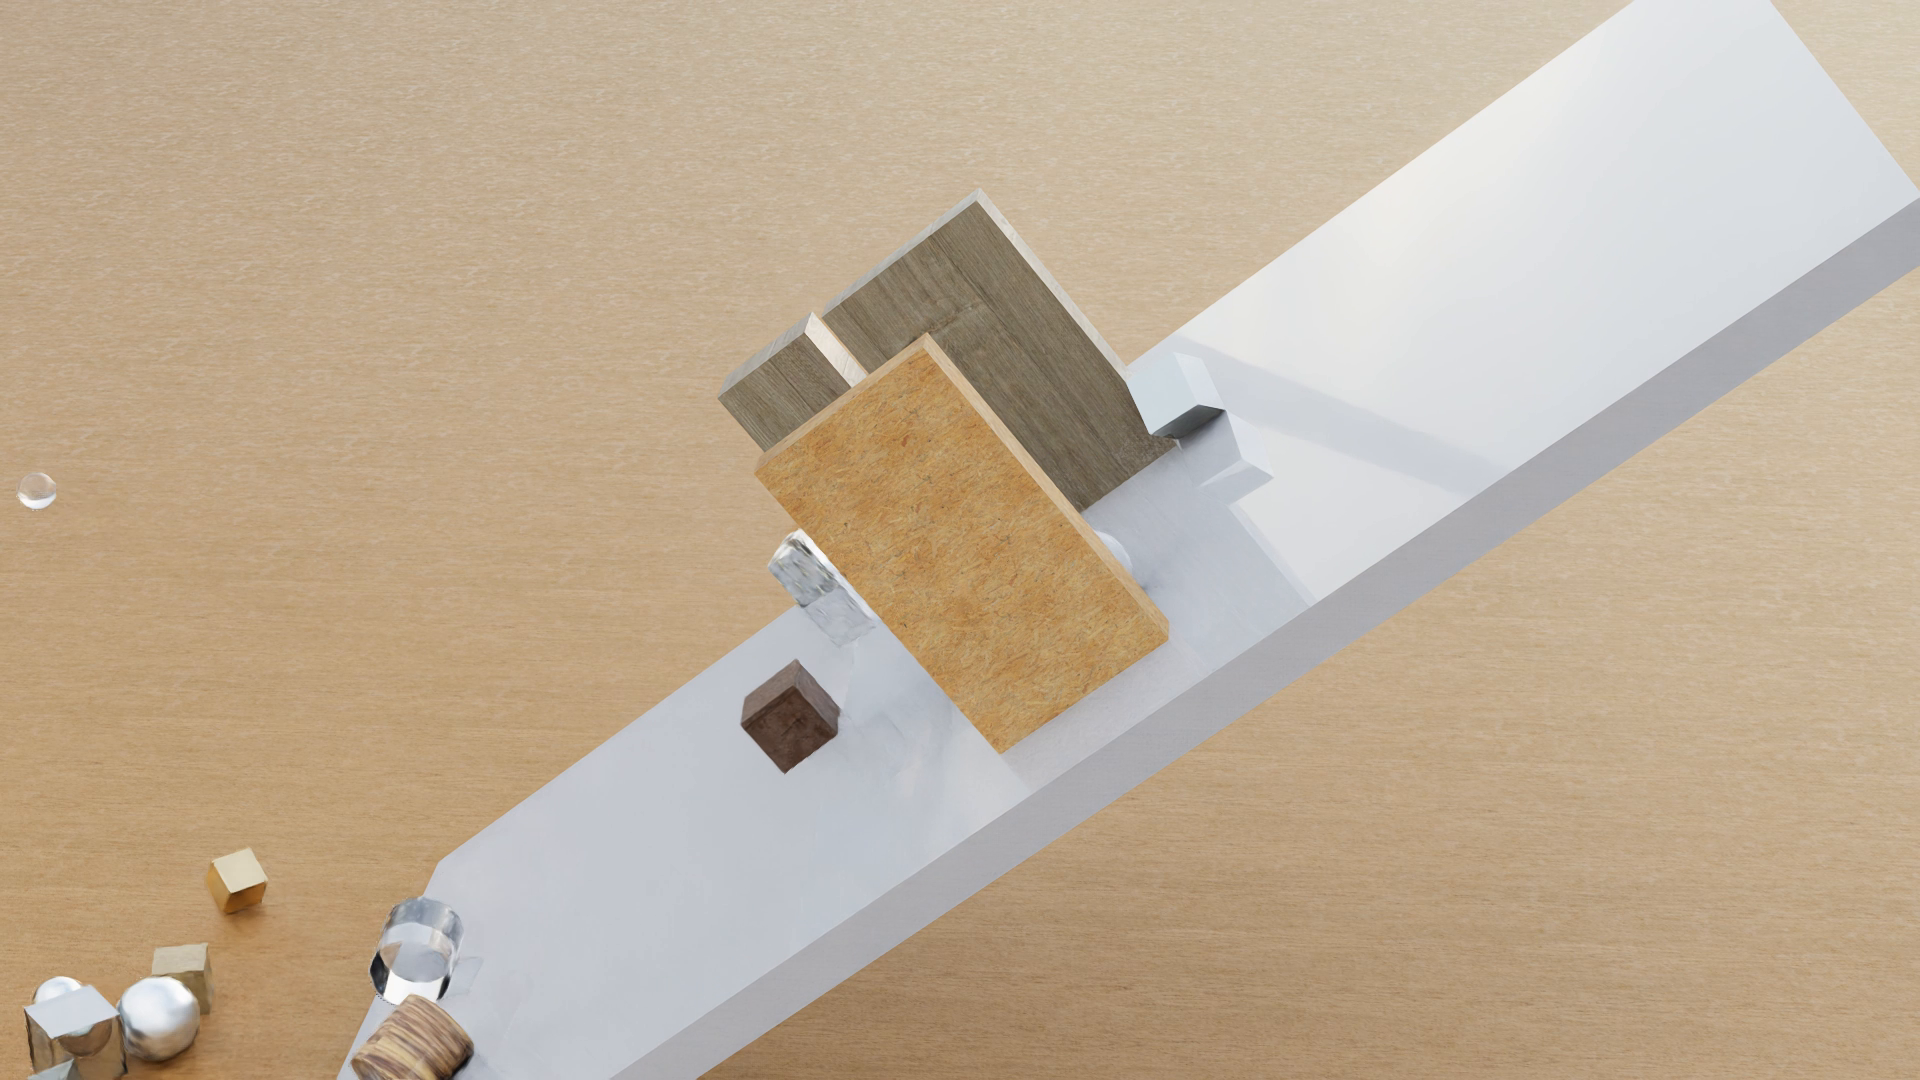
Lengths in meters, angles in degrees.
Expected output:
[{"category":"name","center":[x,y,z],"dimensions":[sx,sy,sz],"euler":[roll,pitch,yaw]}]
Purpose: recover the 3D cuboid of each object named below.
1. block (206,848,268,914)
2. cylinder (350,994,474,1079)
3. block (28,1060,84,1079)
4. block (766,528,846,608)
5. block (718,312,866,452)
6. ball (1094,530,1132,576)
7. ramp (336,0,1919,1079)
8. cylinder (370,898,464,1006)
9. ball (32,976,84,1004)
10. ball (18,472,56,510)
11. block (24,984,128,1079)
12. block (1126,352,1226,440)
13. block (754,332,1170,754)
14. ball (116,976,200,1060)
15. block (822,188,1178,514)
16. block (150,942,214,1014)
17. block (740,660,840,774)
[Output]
[{"category":"block","center":[-1.903,0.898,7.736],"dimensions":[0.109,0.109,0.109],"euler":[-18,61,-36]},{"category":"cylinder","center":[-1.175,1.106,6.310],"dimensions":[0.186,0.186,0.186],"euler":[18,54,35]},{"category":"block","center":[-2.093,1.294,6.821],"dimensions":[0.112,0.112,0.112],"euler":[-22,13,-5]},{"category":"block","center":[-0.369,0.052,7.389],"dimensions":[0.142,0.142,0.142],"euler":[-30,19,34]},{"category":"block","center":[-0.271,-0.216,7.031],"dimensions":[0.270,0.606,0.149],"euler":[-35,16,18]},{"category":"ball","center":[0.252,0.069,5.824],"dimensions":[0.180,0.180,0.180],"euler":[0,23,0]},{"category":"ramp","center":[0.123,0.184,6.336],"dimensions":[4.000,0.100,2.000],"euler":[-35,16,18]},{"category":"cylinder","center":[-1.271,0.966,6.895],"dimensions":[0.185,0.185,0.185],"euler":[0,25,1]},{"category":"ball","center":[-2.208,1.137,7.221],"dimensions":[0.134,0.134,0.134],"euler":[0,23,0]},{"category":"ball","center":[-3.215,-0.172,10.247],"dimensions":[0.129,0.129,0.129],"euler":[0,23,0]},{"category":"block","center":[-2.115,1.199,7.035],"dimensions":[0.169,0.169,0.169],"euler":[-17,29,-35]},{"category":"block","center":[0.467,-0.311,6.356],"dimensions":[0.130,0.130,0.130],"euler":[-33,-20,27]},{"category":"block","center":[0.008,0.015,5.514],"dimensions":[0.407,0.731,0.083],"euler":[-35,16,18]},{"category":"ball","center":[-1.937,1.154,7.097],"dimensions":[0.203,0.203,0.203],"euler":[0,23,0]},{"category":"block","center":[0.090,-0.362,6.415],"dimensions":[0.431,0.698,0.098],"euler":[-35,16,18]},{"category":"block","center":[-1.934,1.097,7.317],"dimensions":[0.128,0.128,0.128],"euler":[-5,24,-8]},{"category":"block","center":[-0.373,0.387,6.470],"dimensions":[0.151,0.151,0.151],"euler":[-37,16,12]}]
